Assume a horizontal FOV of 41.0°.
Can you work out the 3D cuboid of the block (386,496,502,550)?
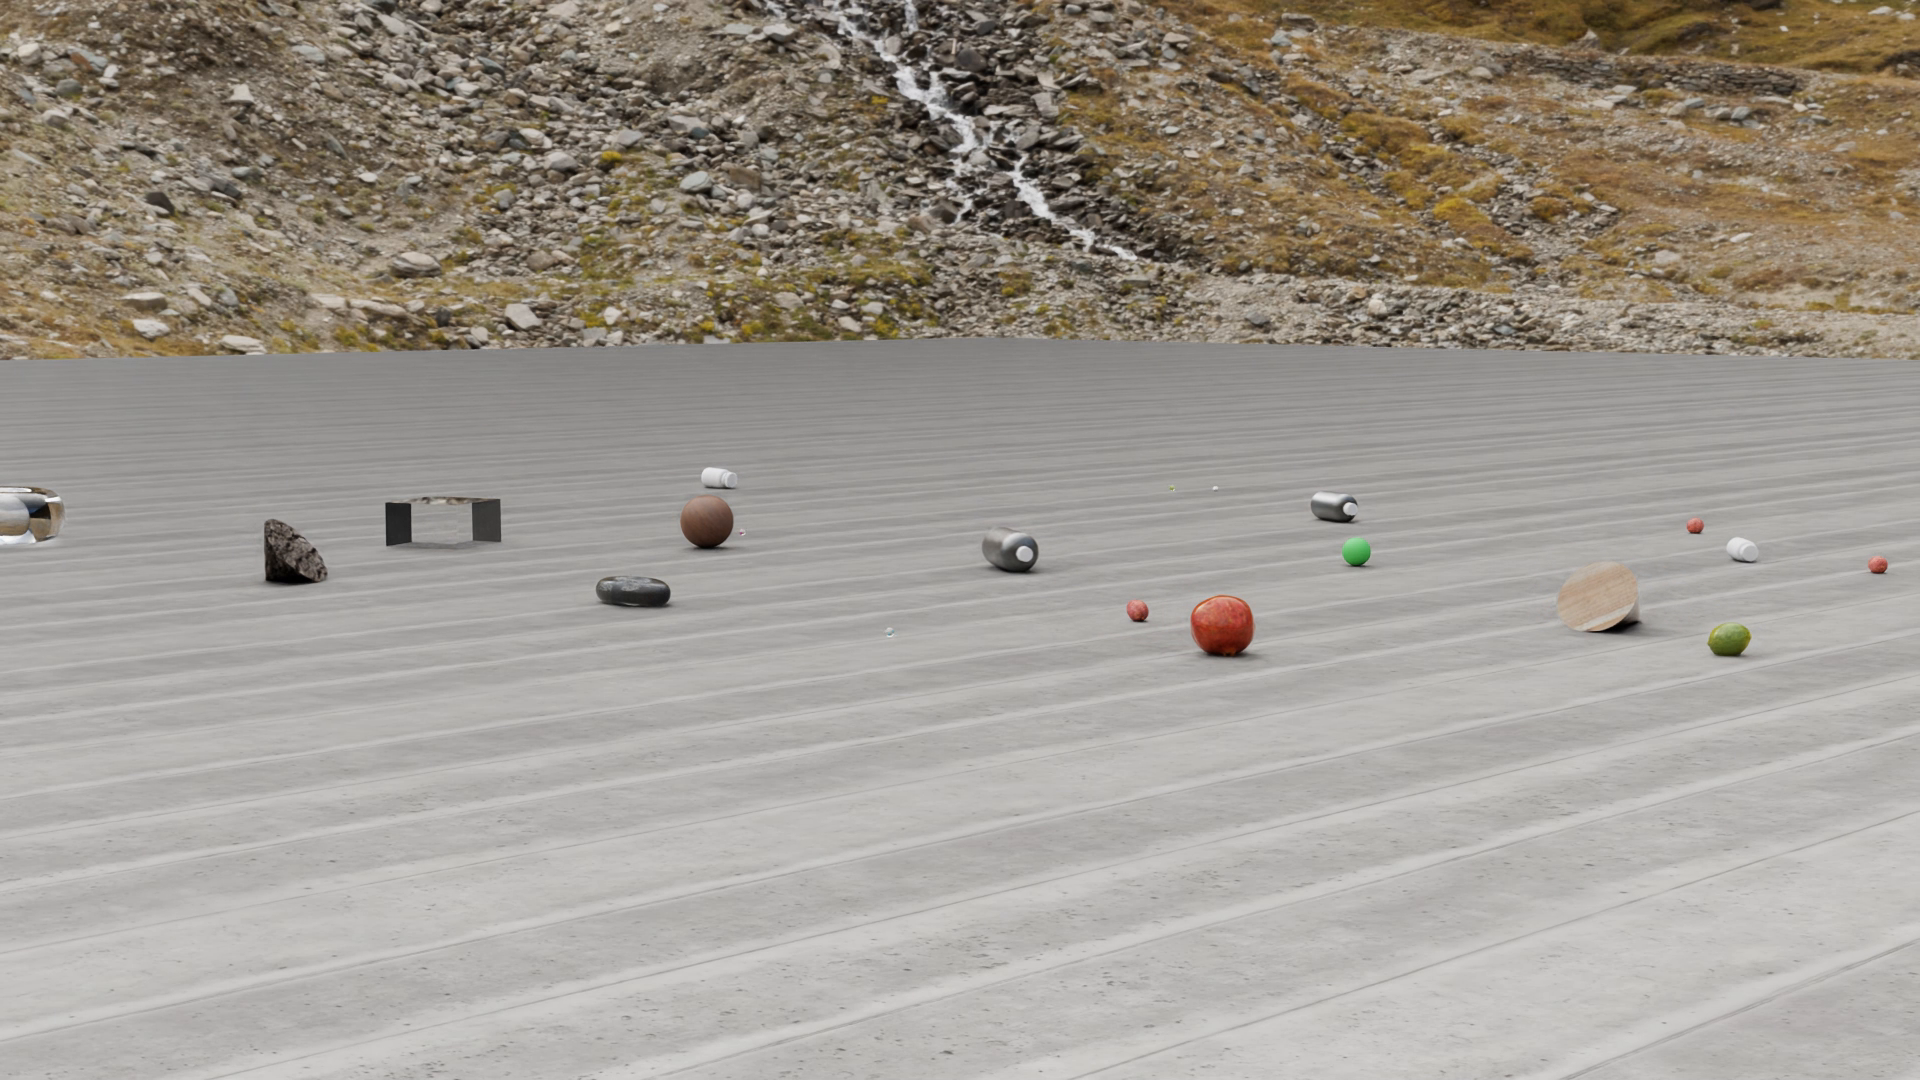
[{"bbox_3d":[-1.269,-0.043,6.308,0.204,0.107,0.195,2,6,22],"label":"block"}]

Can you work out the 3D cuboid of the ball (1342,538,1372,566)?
[{"bbox_3d":[0.903,0.026,5.839,0.065,0.065,0.065,0,6,0],"label":"ball"}]

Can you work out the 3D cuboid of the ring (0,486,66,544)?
[{"bbox_3d":[-2.384,-0.063,6.411,0.282,0.128,0.355,0,5,-19],"label":"ring"}]

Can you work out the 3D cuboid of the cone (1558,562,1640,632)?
[{"bbox_3d":[1.242,0.130,4.836,0.161,0.130,0.201,-25,-28,30],"label":"cone"}]

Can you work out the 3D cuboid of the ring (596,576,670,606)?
[{"bbox_3d":[-0.658,0.104,5.167,0.184,0.050,0.110,6,9,38],"label":"ring"}]

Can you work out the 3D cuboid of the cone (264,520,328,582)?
[{"bbox_3d":[-1.472,0.055,5.560,0.097,0.178,0.185,-42,6,10],"label":"cone"}]
